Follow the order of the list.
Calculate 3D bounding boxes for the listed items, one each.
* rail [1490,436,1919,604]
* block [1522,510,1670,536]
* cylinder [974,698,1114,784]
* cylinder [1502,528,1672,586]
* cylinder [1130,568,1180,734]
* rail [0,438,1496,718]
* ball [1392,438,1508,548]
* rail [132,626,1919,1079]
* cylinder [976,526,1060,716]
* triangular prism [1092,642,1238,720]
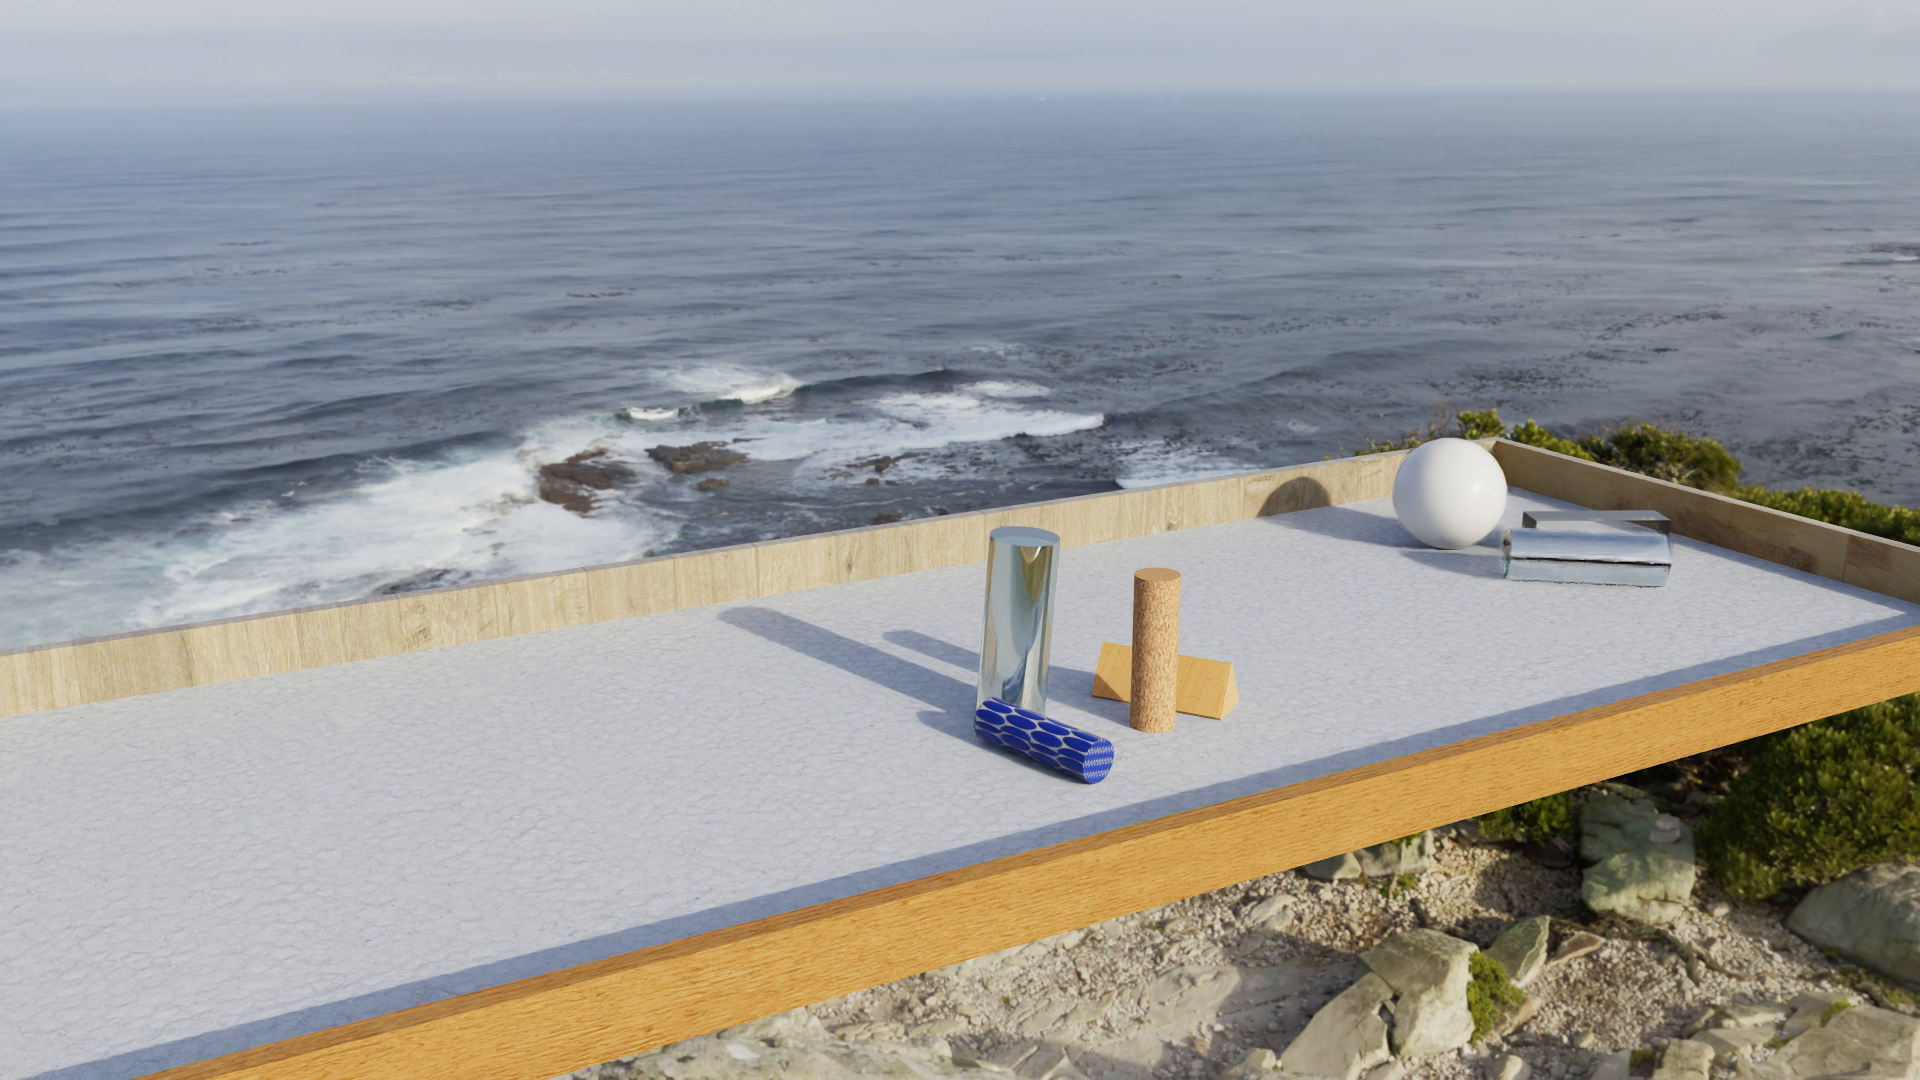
[{"bbox_3d":[2.466,-0.048,5.253,0.050,0.150,2.100,-9,18,-27],"label":"rail"},{"bbox_3d":[2.005,-0.020,5.214,0.423,0.118,0.118,-1,16,-2],"label":"block"},{"bbox_3d":[0.183,0.443,3.668,0.101,0.101,0.333,-15,22,-42],"label":"cylinder"},{"bbox_3d":[1.861,0.050,4.910,0.449,0.154,0.154,3,17,9],"label":"cylinder"},{"bbox_3d":[0.452,0.256,3.827,0.106,0.370,0.106,0,16,0],"label":"cylinder"},{"bbox_3d":[-3.305,0.497,3.399,12.000,0.150,0.050,-9,18,-27],"label":"rail"},{"bbox_3d":[1.554,-0.149,5.239,0.352,0.352,0.352,0,16,0],"label":"ball"},{"bbox_3d":[-2.336,1.006,1.665,12.000,0.150,0.050,-9,18,-27],"label":"rail"},{"bbox_3d":[0.134,0.204,3.854,0.164,0.445,0.164,4,16,-1],"label":"cylinder"},{"bbox_3d":[0.500,0.330,4.012,0.330,0.118,0.137,8,19,26],"label":"triangular prism"}]
